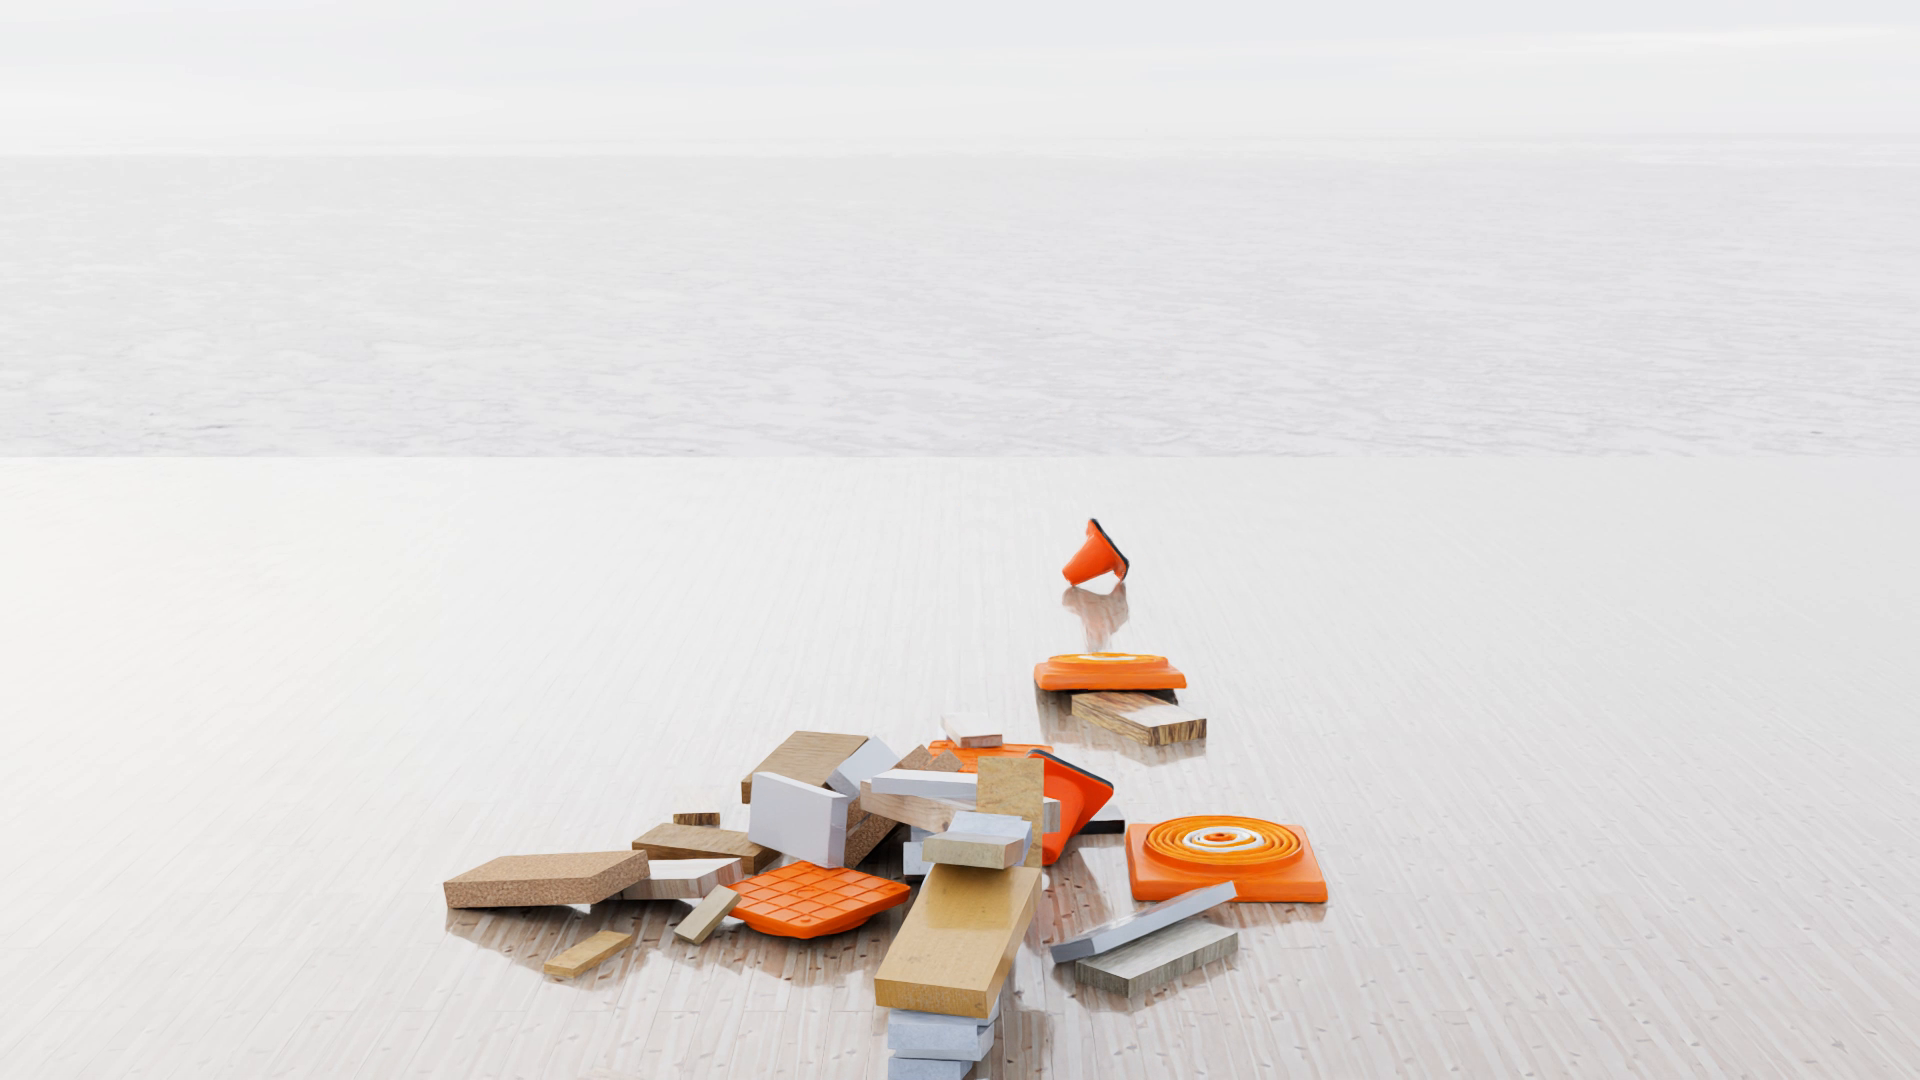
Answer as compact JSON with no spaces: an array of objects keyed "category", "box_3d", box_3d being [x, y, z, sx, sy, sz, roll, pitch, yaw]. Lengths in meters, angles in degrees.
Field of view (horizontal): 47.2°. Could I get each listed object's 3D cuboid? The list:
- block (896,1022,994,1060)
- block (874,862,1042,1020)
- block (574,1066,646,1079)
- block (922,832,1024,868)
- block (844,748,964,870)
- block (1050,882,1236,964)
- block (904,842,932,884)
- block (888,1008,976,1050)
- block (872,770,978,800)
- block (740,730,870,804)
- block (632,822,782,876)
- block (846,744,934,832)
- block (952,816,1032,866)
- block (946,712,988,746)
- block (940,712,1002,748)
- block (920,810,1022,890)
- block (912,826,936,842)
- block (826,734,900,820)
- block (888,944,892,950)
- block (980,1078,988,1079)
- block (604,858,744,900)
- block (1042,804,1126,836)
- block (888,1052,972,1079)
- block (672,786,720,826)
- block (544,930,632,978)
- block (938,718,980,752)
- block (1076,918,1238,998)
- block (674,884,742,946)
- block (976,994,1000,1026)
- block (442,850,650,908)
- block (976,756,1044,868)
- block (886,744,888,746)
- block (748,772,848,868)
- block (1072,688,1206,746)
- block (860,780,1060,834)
[{"category":"block","box_3d":[-0.018,0.665,2.932,0.110,0.031,0.221,1,-7,5]},{"category":"block","box_3d":[0.002,0.523,2.916,0.148,0.042,0.295,4,24,15]},{"category":"block","box_3d":[-0.371,0.740,2.748,0.335,0.042,0.148,6,12,31]},{"category":"block","box_3d":[0.021,0.431,3.069,0.111,0.031,0.222,4,-5,9]},{"category":"block","box_3d":[-0.103,0.474,3.905,0.043,0.152,0.303,45,20,6]},{"category":"block","box_3d":[0.292,0.599,3.456,0.353,0.026,0.091,-11,-9,-46]},{"category":"block","box_3d":[-0.001,0.523,3.552,0.174,0.049,0.348,0,-11,-1]},{"category":"block","box_3d":[-0.035,0.620,2.837,0.110,0.031,0.220,1,-1,0]},{"category":"block","box_3d":[-0.042,0.396,3.570,0.182,0.026,0.091,1,3,22]},{"category":"block","box_3d":[-0.290,0.434,4.173,0.152,0.043,0.303,3,14,15]},{"category":"block","box_3d":[-0.442,0.540,3.850,0.234,0.033,0.117,4,11,20]},{"category":"block","box_3d":[-0.158,0.457,3.874,0.238,0.034,0.119,-42,-4,20]},{"category":"block","box_3d":[0.027,0.479,3.178,0.111,0.031,0.222,3,28,14]},{"category":"block","box_3d":[0.015,0.390,4.544,0.086,0.024,0.173,0,11,0]},{"category":"block","box_3d":[0.022,0.384,4.442,0.086,0.024,0.173,-3,11,-14]},{"category":"block","box_3d":[0.019,0.475,3.255,0.103,0.029,0.205,3,28,16]},{"category":"block","box_3d":[0.006,0.498,3.769,0.174,0.049,0.348,0,-6,0]},{"category":"block","box_3d":[-0.163,0.450,4.140,0.119,0.034,0.238,43,18,4]},{"category":"block","box_3d":[-0.010,0.560,3.104,0.126,0.036,0.253,2,6,11]},{"category":"block","box_3d":[0.017,0.724,2.732,0.093,0.026,0.185,-3,11,-16]},{"category":"block","box_3d":[-0.485,0.559,3.622,0.234,0.033,0.117,-7,5,33]},{"category":"block","box_3d":[0.204,0.512,4.017,0.182,0.026,0.091,-1,11,-6]},{"category":"block","box_3d":[-0.037,0.690,2.905,0.093,0.026,0.185,1,-7,6]},{"category":"block","box_3d":[-0.493,0.496,4.110,0.085,0.024,0.171,-1,11,-7]},{"category":"block","box_3d":[-0.571,0.636,3.381,0.053,0.015,0.157,5,12,25]},{"category":"block","box_3d":[-0.002,0.408,4.585,0.086,0.024,0.173,0,11,0]},{"category":"block","box_3d":[0.302,0.634,3.354,0.103,0.029,0.268,10,14,43]},{"category":"block","box_3d":[-0.398,0.592,3.471,0.053,0.015,0.105,11,47,46]},{"category":"block","box_3d":[-0.008,0.651,3.059,0.110,0.031,0.221,1,-9,5]},{"category":"block","box_3d":[-0.676,0.554,3.594,0.303,0.043,0.152,-7,6,28]},{"category":"block","box_3d":[0.075,0.434,3.375,0.103,0.205,0.029,2,-29,1]},{"category":"block","box_3d":[-0.233,0.425,4.351,0.171,0.024,0.086,1,14,8]},{"category":"block","box_3d":[-0.277,0.474,3.741,0.034,0.119,0.238,2,4,-39]},{"category":"block","box_3d":[0.381,0.377,4.703,0.148,0.042,0.295,-6,12,-29]},{"category":"block","box_3d":[-0.004,0.433,3.587,0.174,0.049,0.348,-2,3,-30]}]
